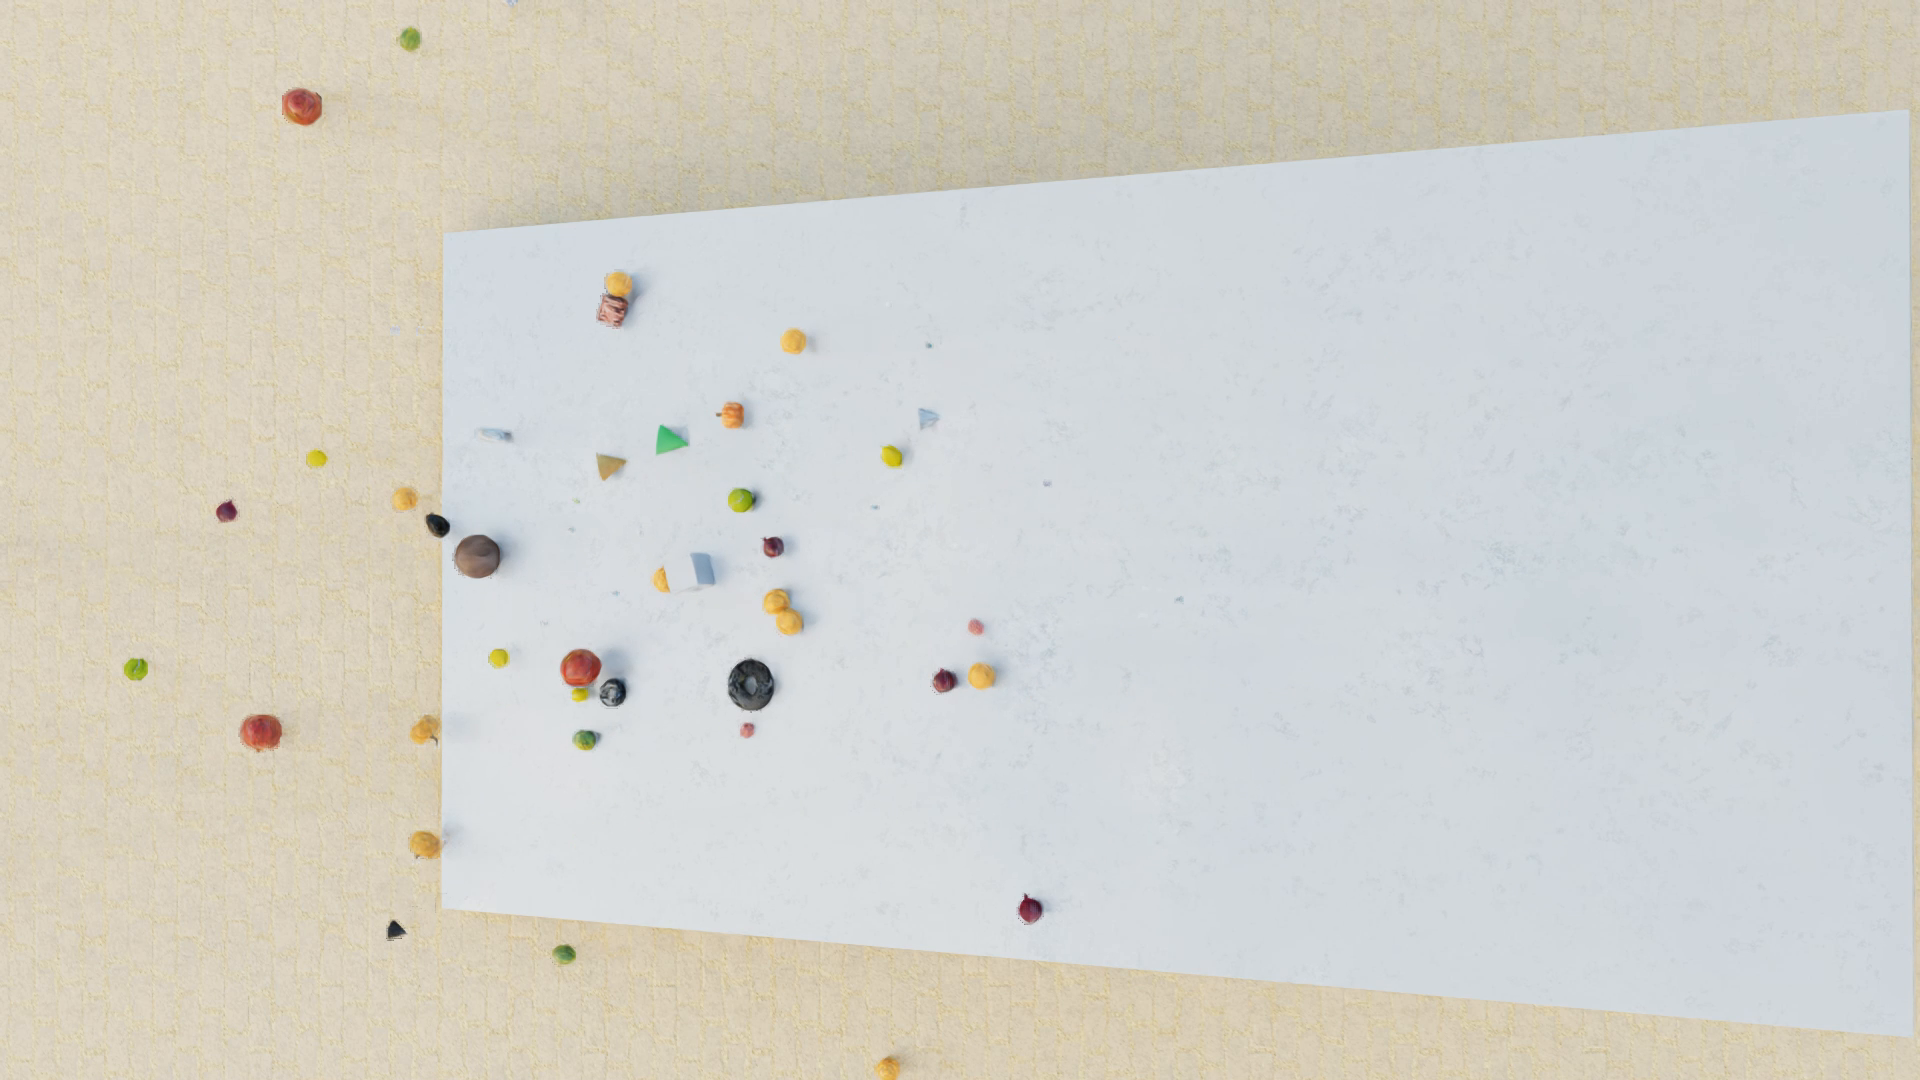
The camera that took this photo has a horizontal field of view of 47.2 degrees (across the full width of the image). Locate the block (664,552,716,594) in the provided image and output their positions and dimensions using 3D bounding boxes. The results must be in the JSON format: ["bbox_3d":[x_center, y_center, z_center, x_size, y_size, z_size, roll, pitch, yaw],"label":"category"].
[{"bbox_3d":[-0.746,0.092,6.074,0.092,0.092,0.092,-19,81,25],"label":"block"}]

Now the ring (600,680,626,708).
[{"bbox_3d":[-0.982,0.433,6.216,0.081,0.027,0.081,-4,75,16],"label":"ring"}]

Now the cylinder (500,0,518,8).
[{"bbox_3d":[-1.349,-1.656,6.568,0.094,0.094,0.094,34,89,0],"label":"cylinder"}]

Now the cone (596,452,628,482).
[{"bbox_3d":[-0.978,-0.216,6.223,0.084,0.084,0.084,-13,89,-1],"label":"cone"}]

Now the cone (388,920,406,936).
[{"bbox_3d":[-1.671,1.168,6.561,0.053,0.053,0.053,20,89,27],"label":"cone"}]

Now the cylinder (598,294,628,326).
[{"bbox_3d":[-0.980,-0.649,6.201,0.071,0.071,0.071,19,103,0],"label":"cylinder"}]

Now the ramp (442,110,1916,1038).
[{"bbox_3d":[0.280,0.080,5.672,4.000,0.100,2.000,0,89,26],"label":"ramp"}]

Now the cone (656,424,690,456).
[{"bbox_3d":[-0.797,-0.272,6.132,0.088,0.088,0.088,8,89,0],"label":"cone"}]

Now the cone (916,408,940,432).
[{"bbox_3d":[-0.076,-0.321,5.781,0.063,0.063,0.063,-14,89,-13],"label":"cone"}]

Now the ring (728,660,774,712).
[{"bbox_3d":[-0.572,0.397,6.010,0.143,0.048,0.143,0,91,26],"label":"ring"}]
